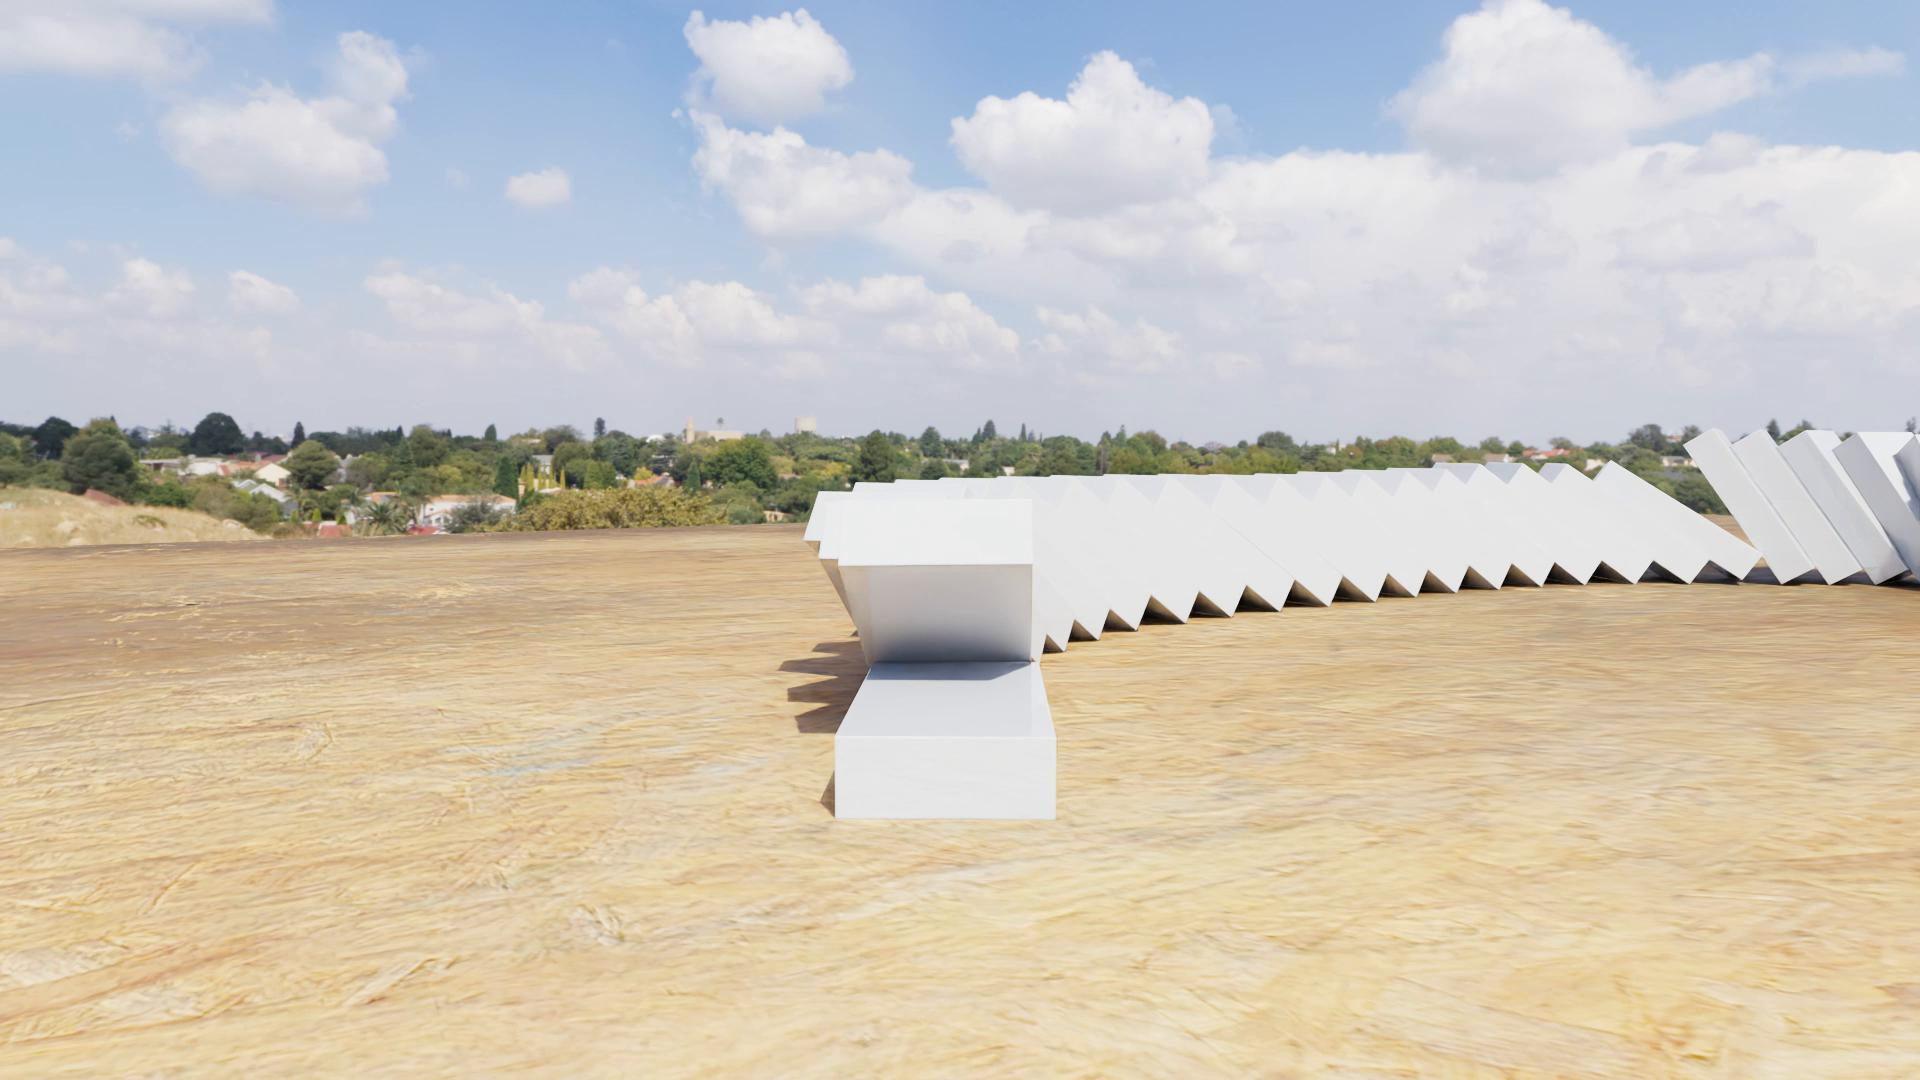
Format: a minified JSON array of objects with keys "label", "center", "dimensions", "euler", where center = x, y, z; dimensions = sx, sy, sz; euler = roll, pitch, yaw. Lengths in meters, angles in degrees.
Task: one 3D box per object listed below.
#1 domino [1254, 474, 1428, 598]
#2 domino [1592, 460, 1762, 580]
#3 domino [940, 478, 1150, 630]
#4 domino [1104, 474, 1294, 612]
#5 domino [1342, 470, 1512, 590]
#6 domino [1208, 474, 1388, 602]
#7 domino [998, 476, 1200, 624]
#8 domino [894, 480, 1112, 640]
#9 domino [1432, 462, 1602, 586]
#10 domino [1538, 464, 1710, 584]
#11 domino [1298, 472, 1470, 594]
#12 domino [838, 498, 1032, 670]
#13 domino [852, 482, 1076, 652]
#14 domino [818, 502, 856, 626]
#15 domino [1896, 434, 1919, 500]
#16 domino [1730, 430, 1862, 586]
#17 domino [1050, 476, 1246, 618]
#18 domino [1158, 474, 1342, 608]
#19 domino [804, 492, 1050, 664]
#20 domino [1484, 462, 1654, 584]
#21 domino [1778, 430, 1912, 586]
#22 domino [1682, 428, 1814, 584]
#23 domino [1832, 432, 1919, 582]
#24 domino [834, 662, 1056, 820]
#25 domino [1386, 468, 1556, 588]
[{"label":"domino","center":[0.104,-0.001,0.355],"dimensions":[0.050,0.009,0.025],"euler":[34,-15,-30]},{"label":"domino","center":[0.223,-0.006,0.403],"dimensions":[0.050,0.009,0.025],"euler":[38,14,19]},{"label":"domino","center":[0.018,0.003,0.287],"dimensions":[0.025,0.010,0.050],"euler":[4,-27,48]},{"label":"domino","center":[0.059,0.001,0.324],"dimensions":[0.050,0.009,0.025],"euler":[35,-15,-29]},{"label":"domino","center":[0.135,-0.003,0.376],"dimensions":[0.050,0.009,0.025],"euler":[34,-11,-24]},{"label":"domino","center":[0.089,0.000,0.344],"dimensions":[0.050,0.009,0.025],"euler":[34,-15,-30]},{"label":"domino","center":[0.031,0.002,0.299],"dimensions":[0.050,0.009,0.025],"euler":[37,-20,-35]},{"label":"domino","center":[0.008,0.005,0.270],"dimensions":[0.025,0.009,0.050],"euler":[3,-28,41]},{"label":"domino","center":[0.169,-0.005,0.394],"dimensions":[0.050,0.009,0.025],"euler":[35,-2,-10]},{"label":"domino","center":[0.205,-0.006,0.402],"dimensions":[0.050,0.009,0.025],"euler":[36,9,6]},{"label":"domino","center":[0.119,-0.002,0.366],"dimensions":[0.050,0.009,0.025],"euler":[34,-12,-26]},{"label":"domino","center":[-0.002,0.010,0.189],"dimensions":[0.025,0.009,0.050],"euler":[-1,-27,3]},{"label":"domino","center":[0.001,0.006,0.253],"dimensions":[0.025,0.009,0.050],"euler":[3,-28,33]},{"label":"domino","center":[-0.005,0.010,0.211],"dimensions":[0.025,0.009,0.050],"euler":[1,-27,9]},{"label":"domino","center":[0.299,-0.008,0.376],"dimensions":[0.025,0.050,0.010],"euler":[0,-34,2]},{"label":"domino","center":[0.261,-0.011,0.400],"dimensions":[0.009,0.050,0.025],"euler":[-37,-18,32]},{"label":"domino","center":[0.044,0.002,0.313],"dimensions":[0.050,0.009,0.025],"euler":[36,-17,-32]},{"label":"domino","center":[0.074,0.000,0.334],"dimensions":[0.050,0.009,0.025],"euler":[35,-15,-30]},{"label":"domino","center":[-0.005,0.008,0.234],"dimensions":[0.025,0.009,0.050],"euler":[2,-27,27]},{"label":"domino","center":[0.186,-0.006,0.399],"dimensions":[0.050,0.009,0.025],"euler":[35,3,-3]},{"label":"domino","center":[0.278,-0.011,0.399],"dimensions":[0.025,0.050,0.009],"euler":[-3,-29,-39]},{"label":"domino","center":[0.246,-0.011,0.399],"dimensions":[0.009,0.050,0.025],"euler":[-37,-19,31]},{"label":"domino","center":[0.291,-0.010,0.390],"dimensions":[0.025,0.050,0.010],"euler":[-2,-31,-21]},{"label":"domino","center":[-0.001,0.025,0.170],"dimensions":[0.025,0.009,0.050],"euler":[0,4,1]},{"label":"domino","center":[0.151,-0.004,0.385],"dimensions":[0.050,0.009,0.025],"euler":[34,-8,-20]}]
